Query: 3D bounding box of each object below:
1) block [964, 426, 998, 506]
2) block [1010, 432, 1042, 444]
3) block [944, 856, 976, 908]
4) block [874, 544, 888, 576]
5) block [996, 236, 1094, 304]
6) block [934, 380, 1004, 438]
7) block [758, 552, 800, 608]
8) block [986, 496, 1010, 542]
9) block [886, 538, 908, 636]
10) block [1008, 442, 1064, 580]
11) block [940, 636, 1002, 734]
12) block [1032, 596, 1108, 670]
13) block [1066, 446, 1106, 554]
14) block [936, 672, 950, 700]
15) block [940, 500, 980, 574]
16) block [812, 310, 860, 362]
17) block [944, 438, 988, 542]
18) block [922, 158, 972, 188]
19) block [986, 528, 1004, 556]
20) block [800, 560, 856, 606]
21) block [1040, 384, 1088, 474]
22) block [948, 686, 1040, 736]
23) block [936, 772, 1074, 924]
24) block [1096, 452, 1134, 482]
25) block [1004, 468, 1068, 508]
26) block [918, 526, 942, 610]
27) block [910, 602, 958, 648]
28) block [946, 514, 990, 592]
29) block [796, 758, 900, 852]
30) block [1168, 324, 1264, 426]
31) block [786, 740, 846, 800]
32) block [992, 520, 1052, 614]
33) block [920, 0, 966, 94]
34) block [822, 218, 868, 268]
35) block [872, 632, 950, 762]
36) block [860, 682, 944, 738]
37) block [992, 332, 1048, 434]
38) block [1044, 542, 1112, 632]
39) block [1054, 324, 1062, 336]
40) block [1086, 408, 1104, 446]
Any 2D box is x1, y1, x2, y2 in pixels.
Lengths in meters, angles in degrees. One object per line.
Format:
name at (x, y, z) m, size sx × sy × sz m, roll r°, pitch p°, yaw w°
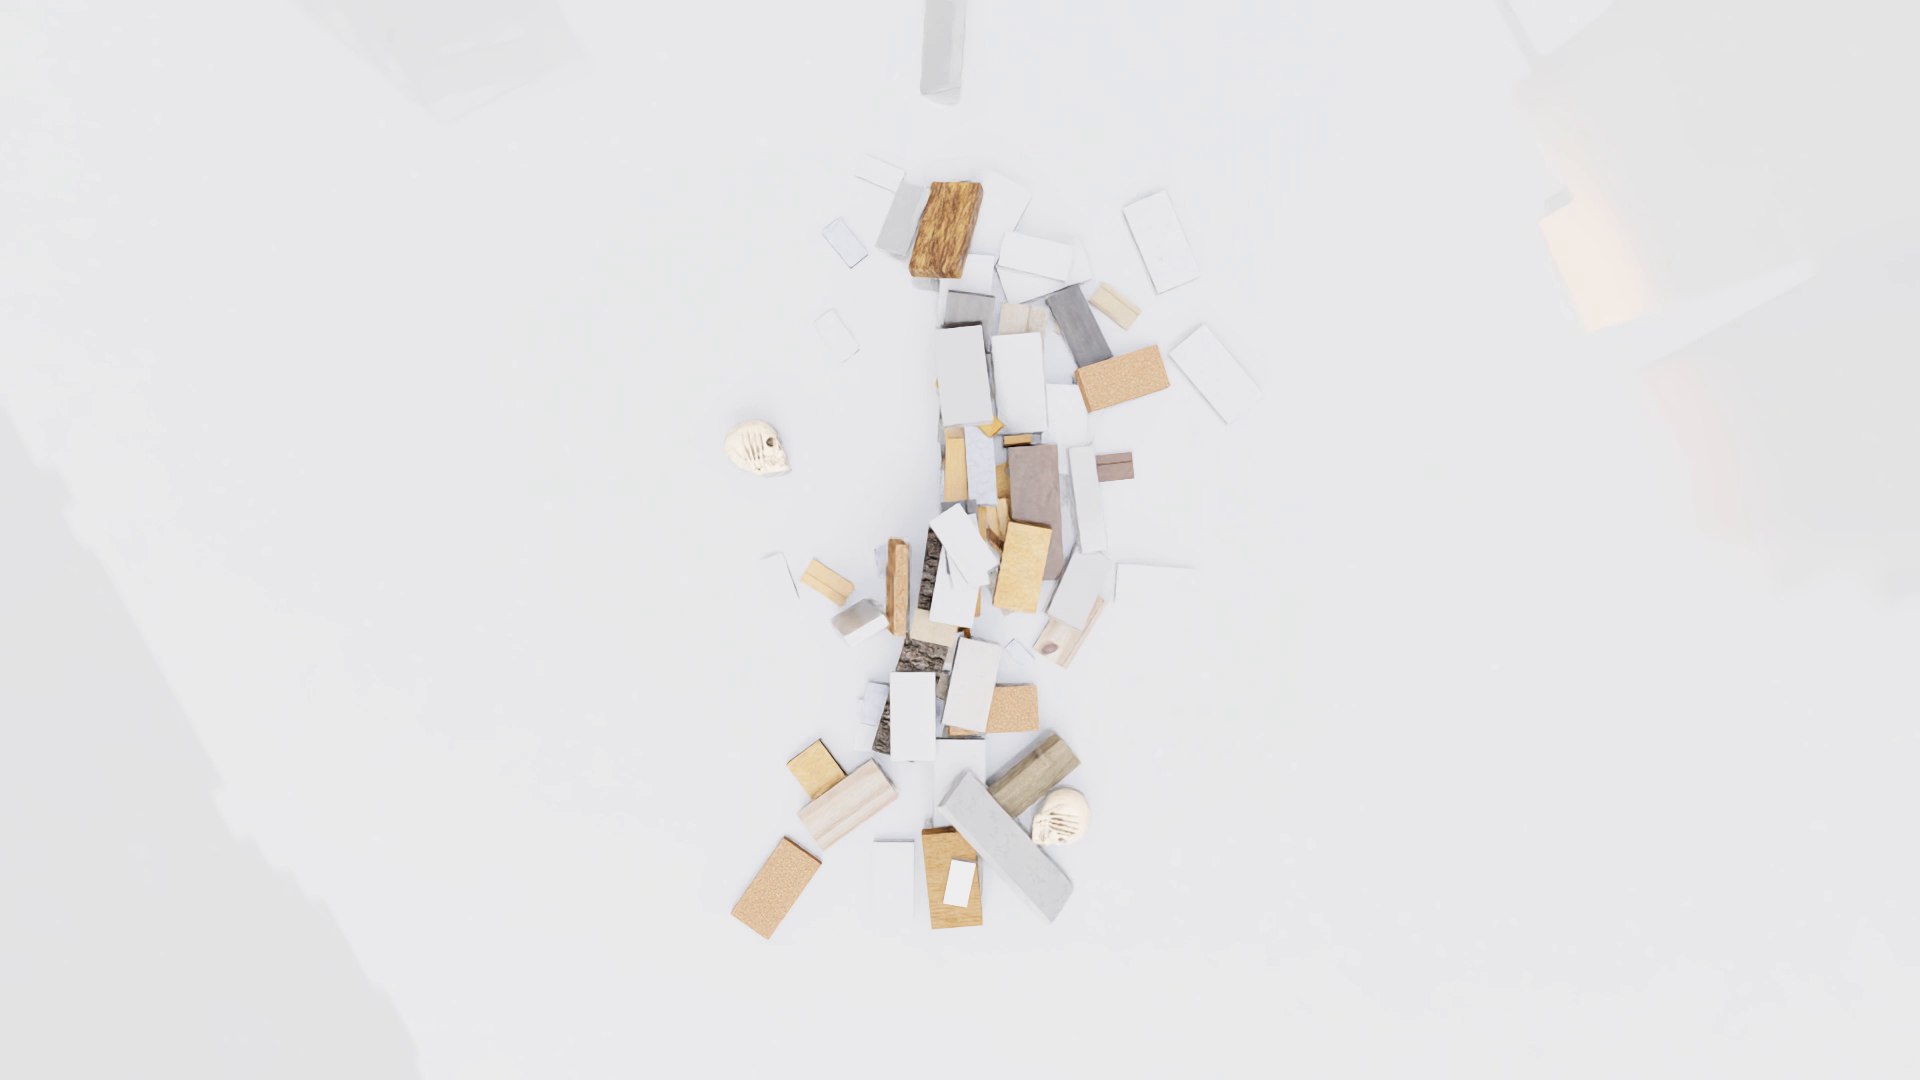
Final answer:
block at (0.065, -0.243, 5.287) m, size 0.090 × 0.026 × 0.285 m, roll -2°, pitch 69°, yaw -5°
block at (0.253, -0.360, 5.487) m, size 0.181 × 0.026 × 0.090 m, roll -40°, pitch 90°, yaw 0°
block at (-0.002, 1.115, 5.375) m, size 0.079 × 0.022 × 0.158 m, roll 11°, pitch 104°, yaw -3°
block at (-0.252, 0.069, 5.475) m, size 0.050 × 0.014 × 0.101 m, roll -7°, pitch 76°, yaw -14°
block at (0.279, -0.889, 5.479) m, size 0.293 × 0.041 × 0.146 m, roll -19°, pitch 90°, yaw 0°
block at (0.029, -0.437, 5.336) m, size 0.063 × 0.018 × 0.258 m, roll -41°, pitch 77°, yaw -17°
block at (-0.602, 0.135, 5.488) m, size 0.084 × 0.024 × 0.167 m, roll -20°, pitch 90°, yaw 0°
block at (0.127, -0.067, 5.463) m, size 0.074 × 0.021 × 0.148 m, roll -9°, pitch 108°, yaw 5°
block at (-0.207, 0.152, 5.392) m, size 0.042 × 0.149 × 0.297 m, roll 0°, pitch 99°, yaw -13°
block at (0.251, -0.090, 5.434) m, size 0.161 × 0.046 × 0.452 m, roll -4°, pitch 101°, yaw 0°
block at (0.037, 0.474, 5.382) m, size 0.144 × 0.041 × 0.288 m, roll 14°, pitch 78°, yaw -7°
block at (0.366, 0.283, 5.481) m, size 0.132 × 0.037 × 0.265 m, roll 32°, pitch 90°, yaw 0°
block at (0.416, -0.134, 5.424) m, size 0.089 × 0.025 × 0.347 m, roll -9°, pitch 94°, yaw -19°
block at (-0.004, 0.510, 5.445) m, size 0.318 × 0.022 × 0.079 m, roll 28°, pitch 79°, yaw -5°
block at (0.005, -0.010, 5.184) m, size 0.113 × 0.032 × 0.225 m, roll -5°, pitch 87°, yaw -4°
block at (-0.411, -0.677, 5.489) m, size 0.081 × 0.023 × 0.161 m, roll -37°, pitch 90°, yaw 0°
block at (0.018, -0.147, 5.303) m, size 0.138 × 0.039 × 0.362 m, roll 3°, pitch 75°, yaw -3°
block at (-0.044, -1.222, 5.489) m, size 0.152 × 0.022 × 0.076 m, roll -9°, pitch 90°, yaw 0°
block at (0.122, 0.011, 5.449) m, size 0.014 × 0.050 × 0.101 m, roll -28°, pitch 121°, yaw 27°
block at (-0.440, 0.143, 5.488) m, size 0.167 × 0.024 × 0.084 m, roll 33°, pitch 90°, yaw 0°
block at (0.343, -0.365, 5.454) m, size 0.146 × 0.041 × 0.292 m, roll 3°, pitch 90°, yaw 0°
block at (0.108, 0.561, 5.425) m, size 0.297 × 0.042 × 0.149 m, roll -2°, pitch 83°, yaw -10°
block at (0.153, 1.005, 5.373) m, size 0.555 × 0.043 × 0.153 m, roll 49°, pitch 54°, yaw -14°
block at (0.487, -0.239, 5.487) m, size 0.177 × 0.025 × 0.089 m, roll -6°, pitch 90°, yaw 0°
block at (0.252, -0.179, 5.473) m, size 0.221 × 0.021 × 0.074 m, roll 44°, pitch 78°, yaw -5°
block at (-0.049, 0.092, 5.277) m, size 0.138 × 0.039 × 0.276 m, roll 8°, pitch 75°, yaw -2°
block at (-0.062, 0.189, 5.334) m, size 0.145 × 0.041 × 0.290 m, roll 12°, pitch 91°, yaw -1°
block at (0.015, 0.039, 5.150) m, size 0.113 × 0.032 × 0.225 m, roll -11°, pitch 87°, yaw -4°
block at (-0.370, 0.872, 5.440) m, size 0.307 × 0.043 × 0.153 m, roll -36°, pitch 90°, yaw 0°
block at (0.848, -0.549, 5.478) m, size 0.153 × 0.043 × 0.307 m, roll -40°, pitch 90°, yaw 0°
block at (-0.440, 0.813, 5.481) m, size 0.136 × 0.039 × 0.273 m, roll -37°, pitch 90°, yaw 0°
block at (0.204, 0.089, 5.425) m, size 0.144 × 0.041 × 0.288 m, roll 10°, pitch 101°, yaw -3°
block at (-0.057, -1.639, 5.427) m, size 0.043 × 0.153 × 0.307 m, roll 4°, pitch 90°, yaw -40°
block at (-0.382, -0.987, 5.489) m, size 0.076 × 0.022 × 0.152 m, roll -39°, pitch 90°, yaw 0°
block at (-0.163, 0.516, 5.395) m, size 0.145 × 0.041 × 0.399 m, roll 17°, pitch 95°, yaw -1°
block at (-0.184, 0.563, 5.456) m, size 0.273 × 0.039 × 0.136 m, roll 10°, pitch 80°, yaw -1°
block at (0.197, -0.513, 5.408) m, size 0.161 × 0.046 × 0.321 m, roll -4°, pitch 93°, yaw 7°
block at (0.390, 0.155, 5.429) m, size 0.132 × 0.037 × 0.265 m, roll 28°, pitch 72°, yaw -10°
block at (0.364, -0.741, 5.491) m, size 0.063 × 0.018 × 0.127 m, roll 23°, pitch 90°, yaw 0°
block at (0.433, -0.435, 5.489) m, size 0.081 × 0.023 × 0.252 m, roll 20°, pitch 90°, yaw 0°
